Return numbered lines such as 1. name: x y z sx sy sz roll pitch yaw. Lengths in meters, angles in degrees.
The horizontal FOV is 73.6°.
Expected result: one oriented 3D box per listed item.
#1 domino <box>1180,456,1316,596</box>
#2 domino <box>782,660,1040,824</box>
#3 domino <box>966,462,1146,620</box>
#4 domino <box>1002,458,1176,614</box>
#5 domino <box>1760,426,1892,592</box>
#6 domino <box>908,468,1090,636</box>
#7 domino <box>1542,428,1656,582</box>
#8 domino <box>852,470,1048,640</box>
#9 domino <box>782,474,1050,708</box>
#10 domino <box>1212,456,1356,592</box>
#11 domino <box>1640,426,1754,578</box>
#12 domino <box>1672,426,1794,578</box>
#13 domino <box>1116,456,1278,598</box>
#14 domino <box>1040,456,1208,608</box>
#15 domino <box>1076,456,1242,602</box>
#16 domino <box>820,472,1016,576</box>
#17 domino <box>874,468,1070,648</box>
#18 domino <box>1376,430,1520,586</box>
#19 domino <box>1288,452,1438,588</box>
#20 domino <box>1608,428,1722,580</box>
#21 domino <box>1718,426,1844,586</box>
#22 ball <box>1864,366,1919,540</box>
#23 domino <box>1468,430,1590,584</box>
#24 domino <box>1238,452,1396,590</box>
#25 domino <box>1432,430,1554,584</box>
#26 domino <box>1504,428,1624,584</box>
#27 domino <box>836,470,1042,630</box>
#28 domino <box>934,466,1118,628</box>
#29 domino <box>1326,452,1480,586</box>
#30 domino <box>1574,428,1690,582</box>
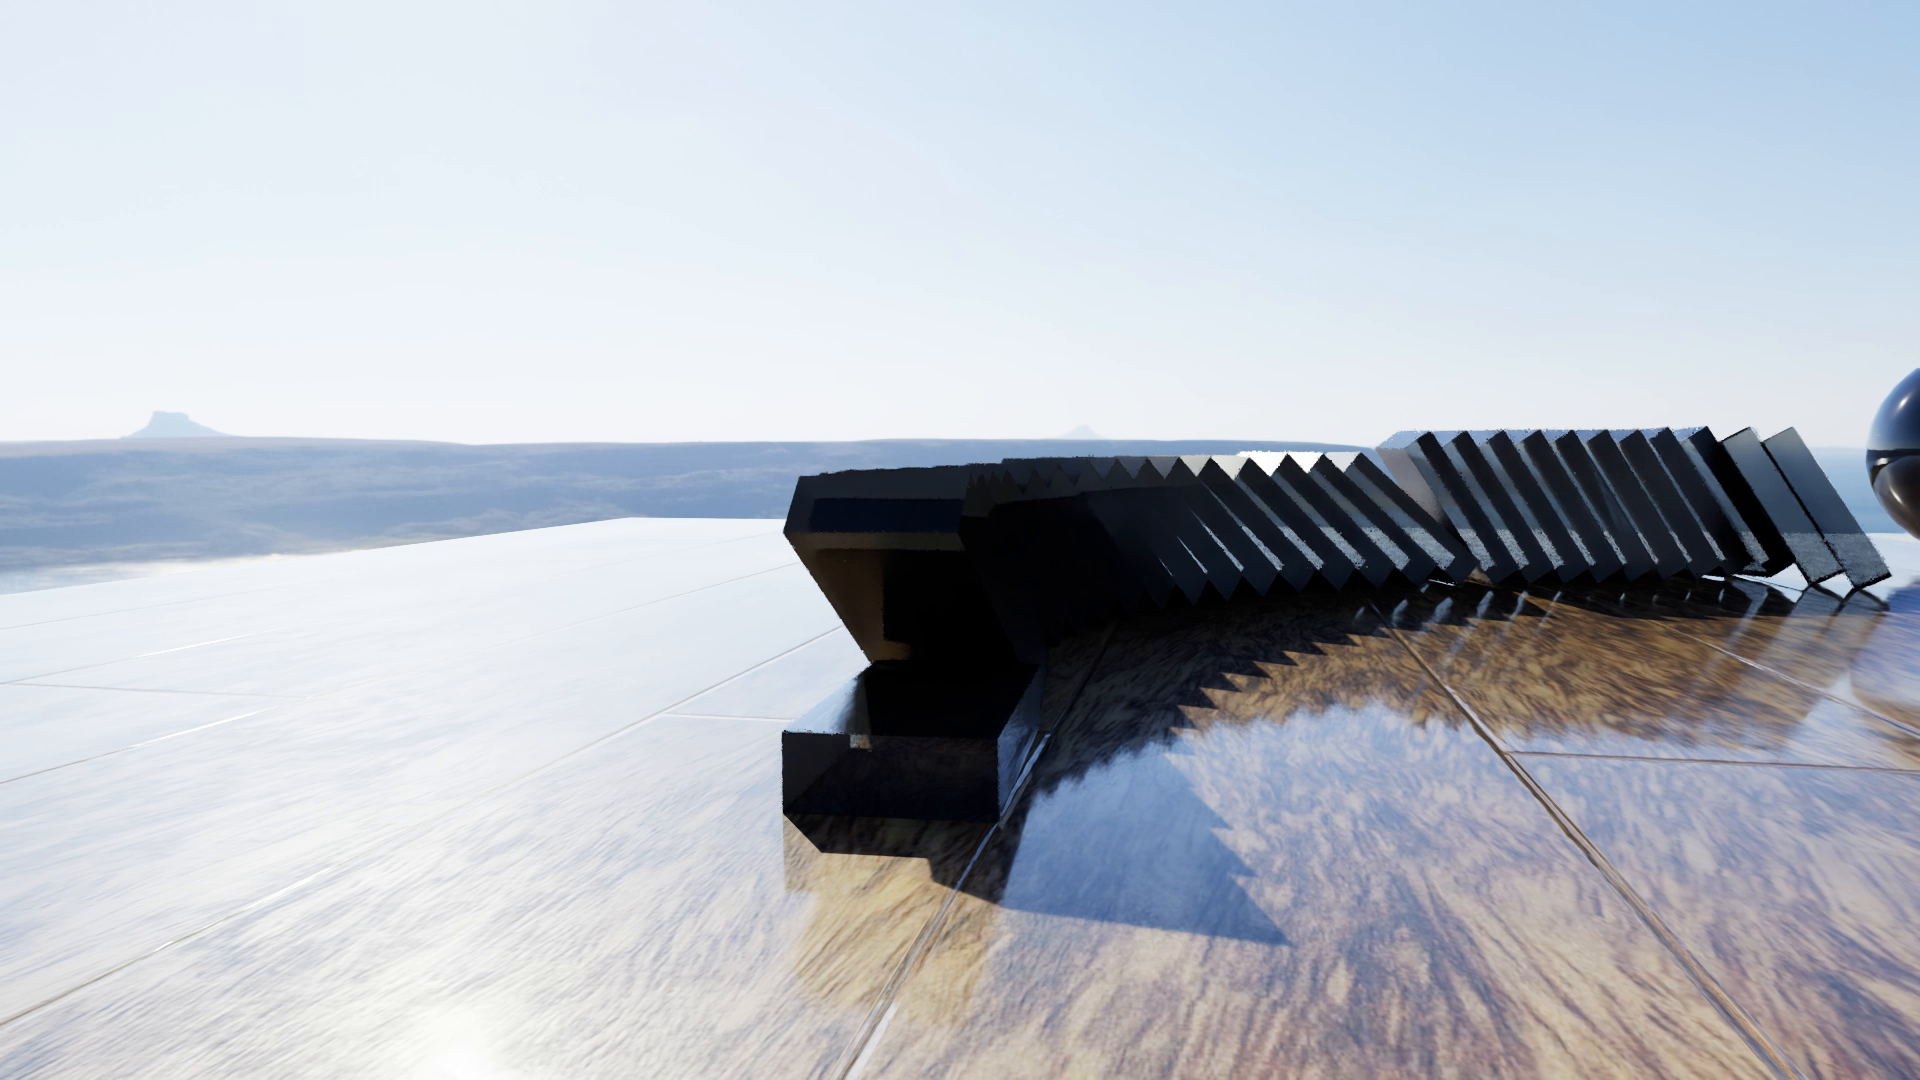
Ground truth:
1. domino: 0.076 -0.004 0.363 0.050 0.010 0.025 42 -15 -24
2. domino: -0.004 0.025 0.170 0.025 0.009 0.050 1 4 9
3. domino: 0.022 0.001 0.303 0.025 0.009 0.050 3 -32 37
4. domino: 0.031 -0.001 0.317 0.025 0.010 0.050 4 -34 41
5. domino: 0.259 -0.010 0.384 0.010 0.050 0.025 -34 -15 31
6. domino: 0.007 0.003 0.274 0.025 0.010 0.050 3 -32 30
7. domino: 0.196 -0.011 0.404 0.009 0.050 0.025 -33 4 1
8. domino: -0.002 0.006 0.241 0.025 0.010 0.050 2 -33 23
9. domino: -0.005 0.009 0.191 0.025 0.009 0.050 0 -34 19
10. domino: 0.089 -0.005 0.371 0.050 0.009 0.025 41 -13 -22
11. domino: 0.229 -0.012 0.411 0.009 0.050 0.025 -33 2 2
12. domino: 0.241 -0.012 0.408 0.010 0.050 0.025 -33 -1 4
13. domino: 0.063 -0.003 0.352 0.050 0.009 0.025 44 -20 -29
14. domino: 0.041 -0.002 0.329 0.025 0.009 0.050 4 -33 46
15. domino: 0.051 -0.003 0.341 0.025 0.010 0.050 5 -33 51
16. domino: -0.004 0.008 0.208 0.025 0.009 0.050 1 -33 17
17. domino: 0.002 0.004 0.257 0.025 0.009 0.050 2 -32 26
18. domino: 0.150 -0.010 0.396 0.009 0.050 0.025 -34 4 1
19. domino: 0.118 -0.006 0.387 0.050 0.009 0.025 41 -4 -12
20. domino: 0.218 -0.012 0.408 0.010 0.050 0.025 -33 4 1
21. domino: 0.253 -0.011 0.395 0.009 0.050 0.025 -34 -15 32
22. ball: 0.375 -0.032 0.462 0.080 0.080 0.080 0 4 0
23. domino: 0.173 -0.011 0.399 0.009 0.050 0.025 -34 4 1
24. domino: 0.103 -0.006 0.379 0.050 0.009 0.025 42 -10 -17
25. domino: 0.161 -0.011 0.398 0.009 0.050 0.025 -34 4 1
26. domino: 0.184 -0.011 0.401 0.009 0.050 0.025 -33 4 1
27. domino: -0.003 0.007 0.224 0.025 0.009 0.050 1 -33 17
28. domino: 0.014 0.002 0.288 0.025 0.009 0.050 3 -32 33
29. domino: 0.132 -0.007 0.392 0.050 0.009 0.025 41 -1 -7
30. domino: 0.207 -0.011 0.406 0.009 0.050 0.025 -33 4 1
